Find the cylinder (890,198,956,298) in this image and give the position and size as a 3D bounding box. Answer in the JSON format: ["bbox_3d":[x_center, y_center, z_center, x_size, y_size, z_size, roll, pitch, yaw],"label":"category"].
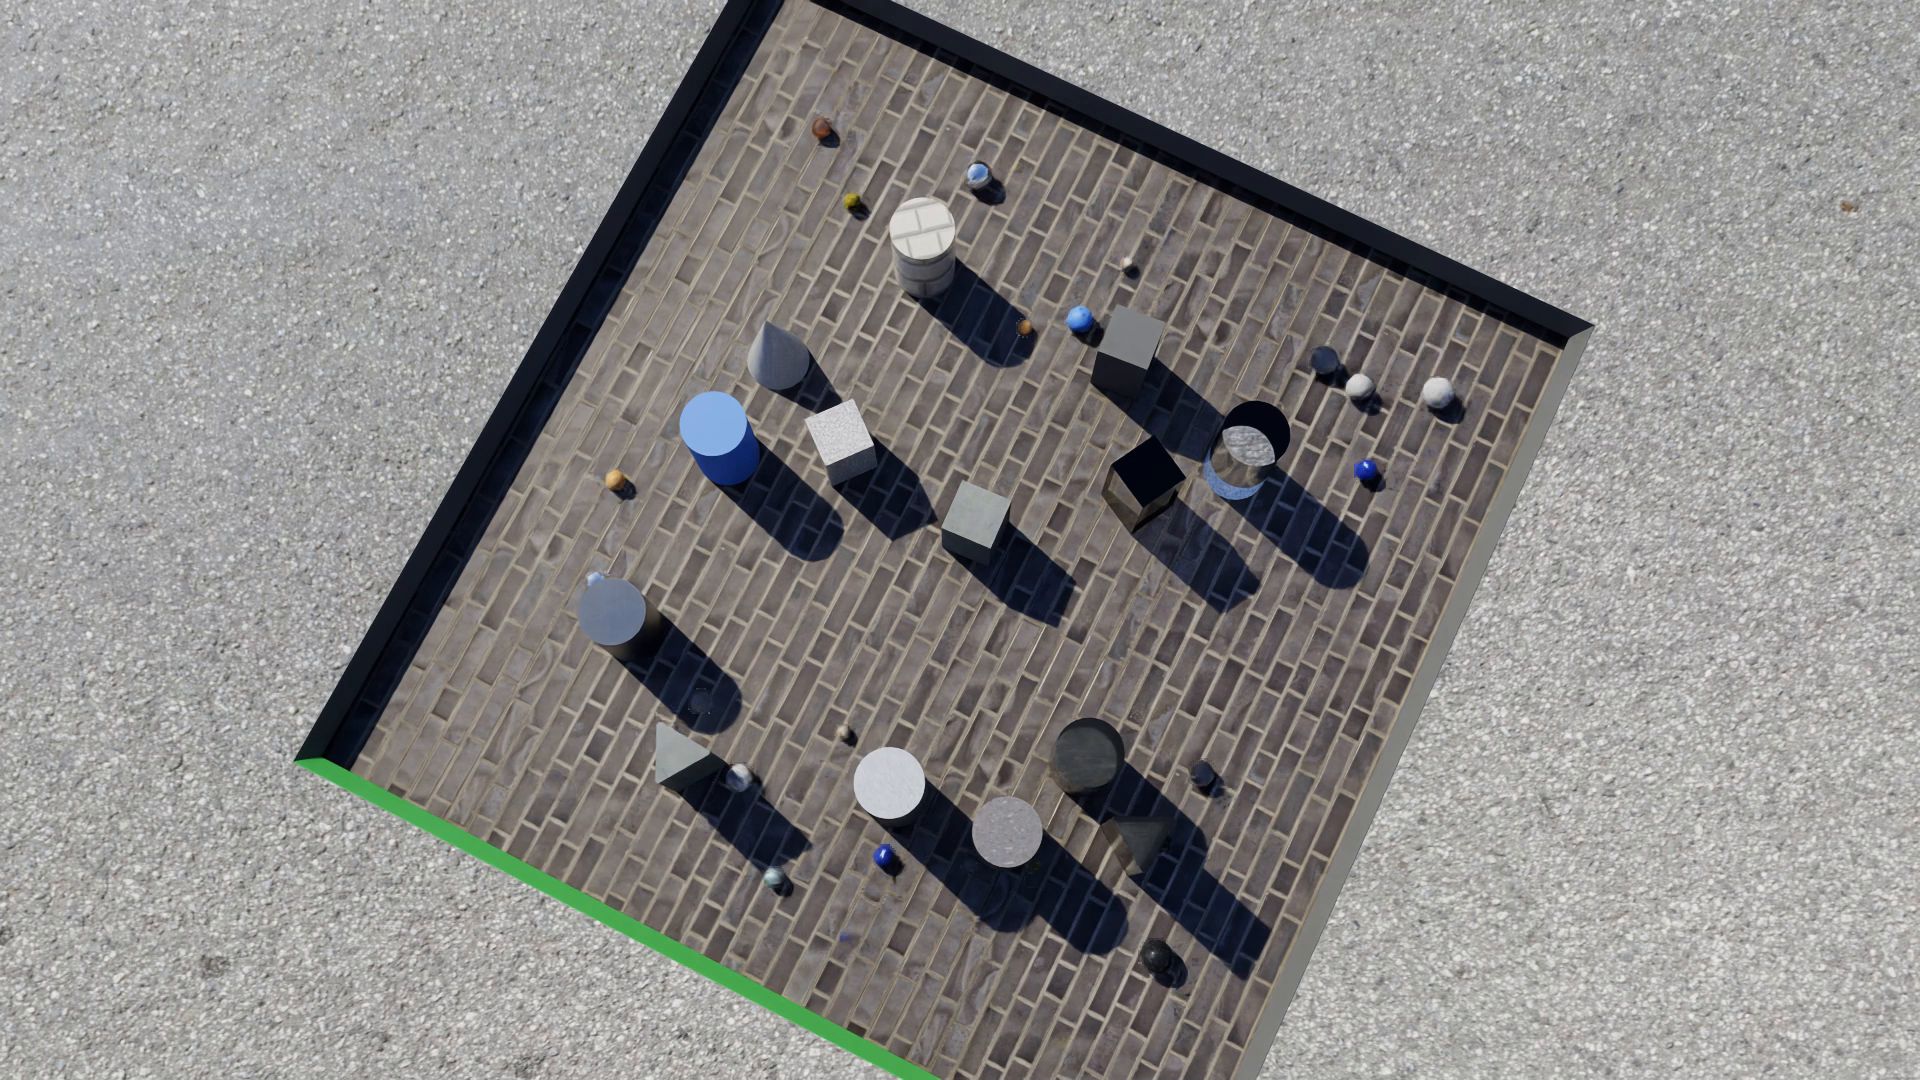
[{"bbox_3d":[-0.112,-0.892,5.624,0.195,0.348,0.195,0,78,0],"label":"cylinder"}]

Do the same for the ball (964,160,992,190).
[{"bbox_3d":[0.057,-1.156,5.809,0.092,0.092,0.092,0,78,0],"label":"ball"}]

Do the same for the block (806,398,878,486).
[{"bbox_3d":[-0.357,-0.292,5.544,0.156,0.261,0.156,-24,79,-5],"label":"block"}]

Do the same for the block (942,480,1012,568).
[{"bbox_3d":[0.048,-0.047,5.480,0.156,0.286,0.156,23,79,5],"label":"block"}]

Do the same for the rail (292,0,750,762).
[{"bbox_3d":[-1.272,-0.616,5.678,0.045,0.127,2.939,26,80,5],"label":"rail"}]

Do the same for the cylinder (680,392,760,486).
[{"bbox_3d":[-0.716,-0.301,5.493,0.195,0.363,0.195,0,78,0],"label":"cylinder"}]

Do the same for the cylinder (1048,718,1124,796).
[{"bbox_3d":[0.362,0.630,5.291,0.195,0.382,0.195,0,78,0],"label":"cylinder"}]

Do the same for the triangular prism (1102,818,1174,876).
[{"bbox_3d":[0.480,0.839,5.210,0.146,0.456,0.169,31,80,6],"label":"triangular prism"}]

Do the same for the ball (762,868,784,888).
[{"bbox_3d":[-0.549,0.991,5.380,0.061,0.061,0.061,0,78,0],"label":"ball"}]

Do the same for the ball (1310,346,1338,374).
[{"bbox_3d":[1.130,-0.560,5.687,0.090,0.090,0.090,0,78,0],"label":"ball"}]

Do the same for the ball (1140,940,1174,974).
[{"bbox_3d":[0.571,1.210,5.317,0.098,0.098,0.098,0,78,0],"label":"ball"}]

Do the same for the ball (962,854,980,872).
[{"bbox_3d":[0.031,0.950,5.390,0.051,0.051,0.051,0,78,0],"label":"ball"}]

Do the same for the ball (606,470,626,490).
[{"bbox_3d":[-1.057,-0.183,5.622,0.063,0.063,0.063,0,78,0],"label":"ball"}]

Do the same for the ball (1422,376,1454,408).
[{"bbox_3d":[1.478,-0.456,5.662,0.096,0.096,0.096,0,78,0],"label":"ball"}]

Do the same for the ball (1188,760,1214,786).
[{"bbox_3d":[0.717,0.692,5.435,0.076,0.076,0.076,0,78,0],"label":"ball"}]

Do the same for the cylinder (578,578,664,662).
[{"bbox_3d":[-0.994,0.239,5.396,0.195,0.334,0.195,0,78,0],"label":"cylinder"}]

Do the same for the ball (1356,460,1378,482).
[{"bbox_3d":[1.248,-0.214,5.627,0.066,0.066,0.066,0,78,0],"label":"ball"}]

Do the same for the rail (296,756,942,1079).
[{"bbox_3d":[-0.647,1.273,5.287,2.893,0.127,0.045,26,80,5],"label":"rail"}]

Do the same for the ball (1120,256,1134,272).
[{"bbox_3d":[0.525,-0.868,5.773,0.046,0.046,0.046,0,78,0],"label":"ball"}]

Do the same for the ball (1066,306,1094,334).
[{"bbox_3d":[0.374,-0.688,5.716,0.084,0.084,0.084,0,78,0],"label":"ball"}]

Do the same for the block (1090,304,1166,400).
[{"bbox_3d":[0.507,-0.566,5.566,0.156,0.329,0.156,22,79,4],"label":"block"}]

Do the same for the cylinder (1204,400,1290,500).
[{"bbox_3d":[0.849,-0.262,5.454,0.195,0.425,0.195,0,78,0],"label":"cylinder"}]

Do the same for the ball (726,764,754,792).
[{"bbox_3d":[-0.654,0.706,5.429,0.081,0.081,0.081,0,78,0],"label":"ball"}]

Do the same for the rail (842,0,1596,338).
[{"bbox_3d":[0.647,-1.260,5.811,2.893,0.127,0.045,26,80,5],"label":"rail"}]

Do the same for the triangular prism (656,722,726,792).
[{"bbox_3d":[-0.809,0.610,5.303,0.169,0.367,0.146,-29,80,-6],"label":"triangular prism"}]

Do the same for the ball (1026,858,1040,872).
[{"bbox_3d":[0.217,0.958,5.393,0.042,0.042,0.042,0,78,0],"label":"ball"}]

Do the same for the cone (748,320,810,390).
[{"bbox_3d":[-0.568,-0.603,5.540,0.195,0.394,0.195,0,78,0],"label":"cone"}]

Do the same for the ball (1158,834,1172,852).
[{"bbox_3d":[0.596,0.891,5.401,0.057,0.057,0.057,0,78,0],"label":"ball"}]

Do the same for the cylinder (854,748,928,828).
[{"bbox_3d":[-0.193,0.710,5.232,0.195,0.465,0.195,0,78,0],"label":"cylinder"}]

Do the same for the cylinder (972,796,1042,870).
[{"bbox_3d":[0.131,0.845,5.253,0.195,0.370,0.195,0,78,0],"label":"cylinder"}]

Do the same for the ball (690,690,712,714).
[{"bbox_3d":[-0.775,0.484,5.482,0.068,0.068,0.068,0,78,0],"label":"ball"}]

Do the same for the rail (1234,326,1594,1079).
[{"bbox_3d":[1.272,0.630,5.420,0.045,0.127,2.939,26,80,5],"label":"rail"}]

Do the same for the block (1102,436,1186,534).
[{"bbox_3d":[0.543,-0.160,5.457,0.156,0.378,0.156,-34,80,-7],"label":"block"}]

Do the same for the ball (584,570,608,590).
[{"bbox_3d":[-1.102,0.127,5.553,0.073,0.073,0.073,0,78,0],"label":"ball"}]

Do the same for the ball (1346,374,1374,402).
[{"bbox_3d":[1.236,-0.472,5.671,0.084,0.084,0.084,0,78,0],"label":"ball"}]

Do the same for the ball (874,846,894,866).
[{"bbox_3d":[-0.225,0.932,5.393,0.060,0.060,0.060,0,78,0],"label":"ball"}]

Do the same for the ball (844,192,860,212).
[{"bbox_3d":[-0.343,-1.072,5.809,0.057,0.057,0.057,0,78,0],"label":"ball"}]

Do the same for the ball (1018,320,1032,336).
[{"bbox_3d":[0.202,-0.663,5.731,0.045,0.045,0.045,0,78,0],"label":"ball"}]

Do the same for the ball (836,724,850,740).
[{"bbox_3d":[-0.348,0.574,5.476,0.043,0.043,0.043,0,78,0],"label":"ball"}]

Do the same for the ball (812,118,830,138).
[{"bbox_3d":[-0.444,-1.316,5.858,0.061,0.061,0.061,0,78,0],"label":"ball"}]
